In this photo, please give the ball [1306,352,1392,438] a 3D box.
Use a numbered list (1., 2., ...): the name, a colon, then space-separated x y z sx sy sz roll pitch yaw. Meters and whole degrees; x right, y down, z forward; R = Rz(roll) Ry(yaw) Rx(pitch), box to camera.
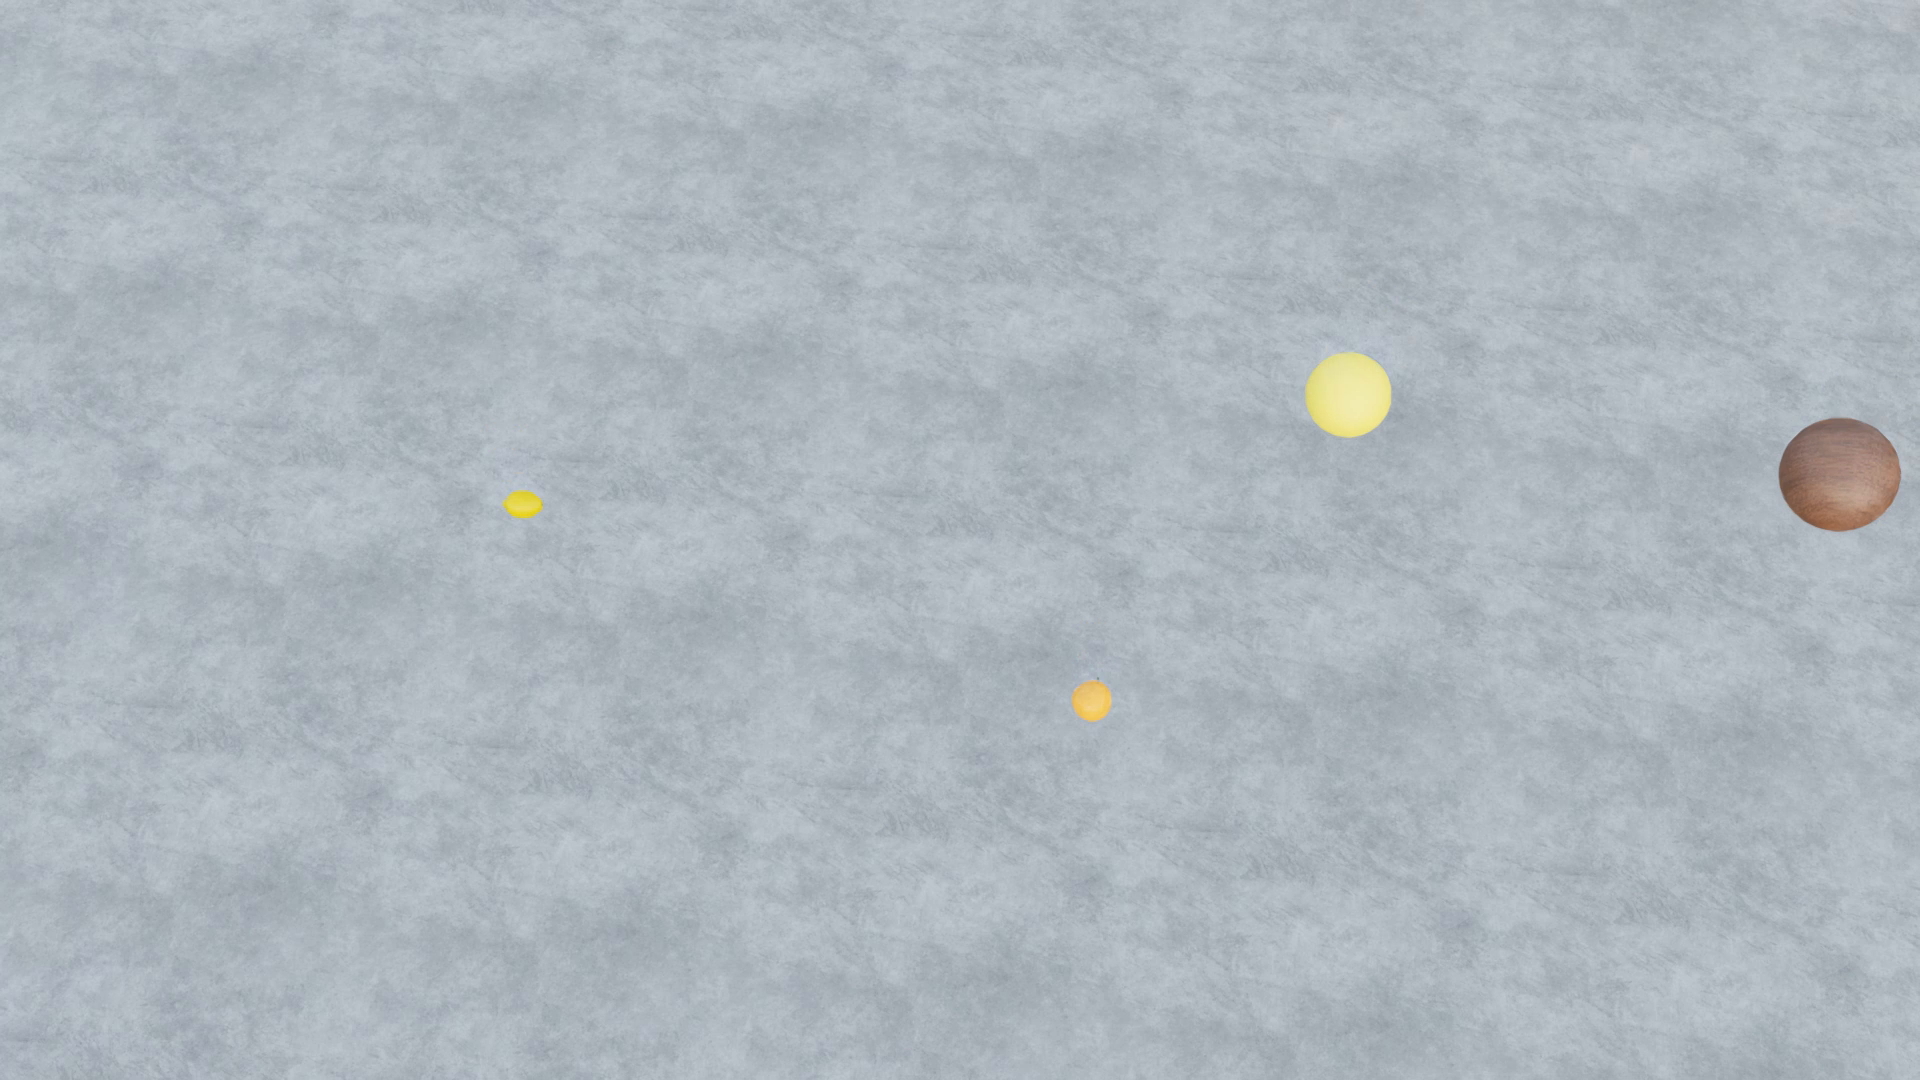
1. ball: 0.684 -0.256 3.870 0.150 0.150 0.150 0 56 0
